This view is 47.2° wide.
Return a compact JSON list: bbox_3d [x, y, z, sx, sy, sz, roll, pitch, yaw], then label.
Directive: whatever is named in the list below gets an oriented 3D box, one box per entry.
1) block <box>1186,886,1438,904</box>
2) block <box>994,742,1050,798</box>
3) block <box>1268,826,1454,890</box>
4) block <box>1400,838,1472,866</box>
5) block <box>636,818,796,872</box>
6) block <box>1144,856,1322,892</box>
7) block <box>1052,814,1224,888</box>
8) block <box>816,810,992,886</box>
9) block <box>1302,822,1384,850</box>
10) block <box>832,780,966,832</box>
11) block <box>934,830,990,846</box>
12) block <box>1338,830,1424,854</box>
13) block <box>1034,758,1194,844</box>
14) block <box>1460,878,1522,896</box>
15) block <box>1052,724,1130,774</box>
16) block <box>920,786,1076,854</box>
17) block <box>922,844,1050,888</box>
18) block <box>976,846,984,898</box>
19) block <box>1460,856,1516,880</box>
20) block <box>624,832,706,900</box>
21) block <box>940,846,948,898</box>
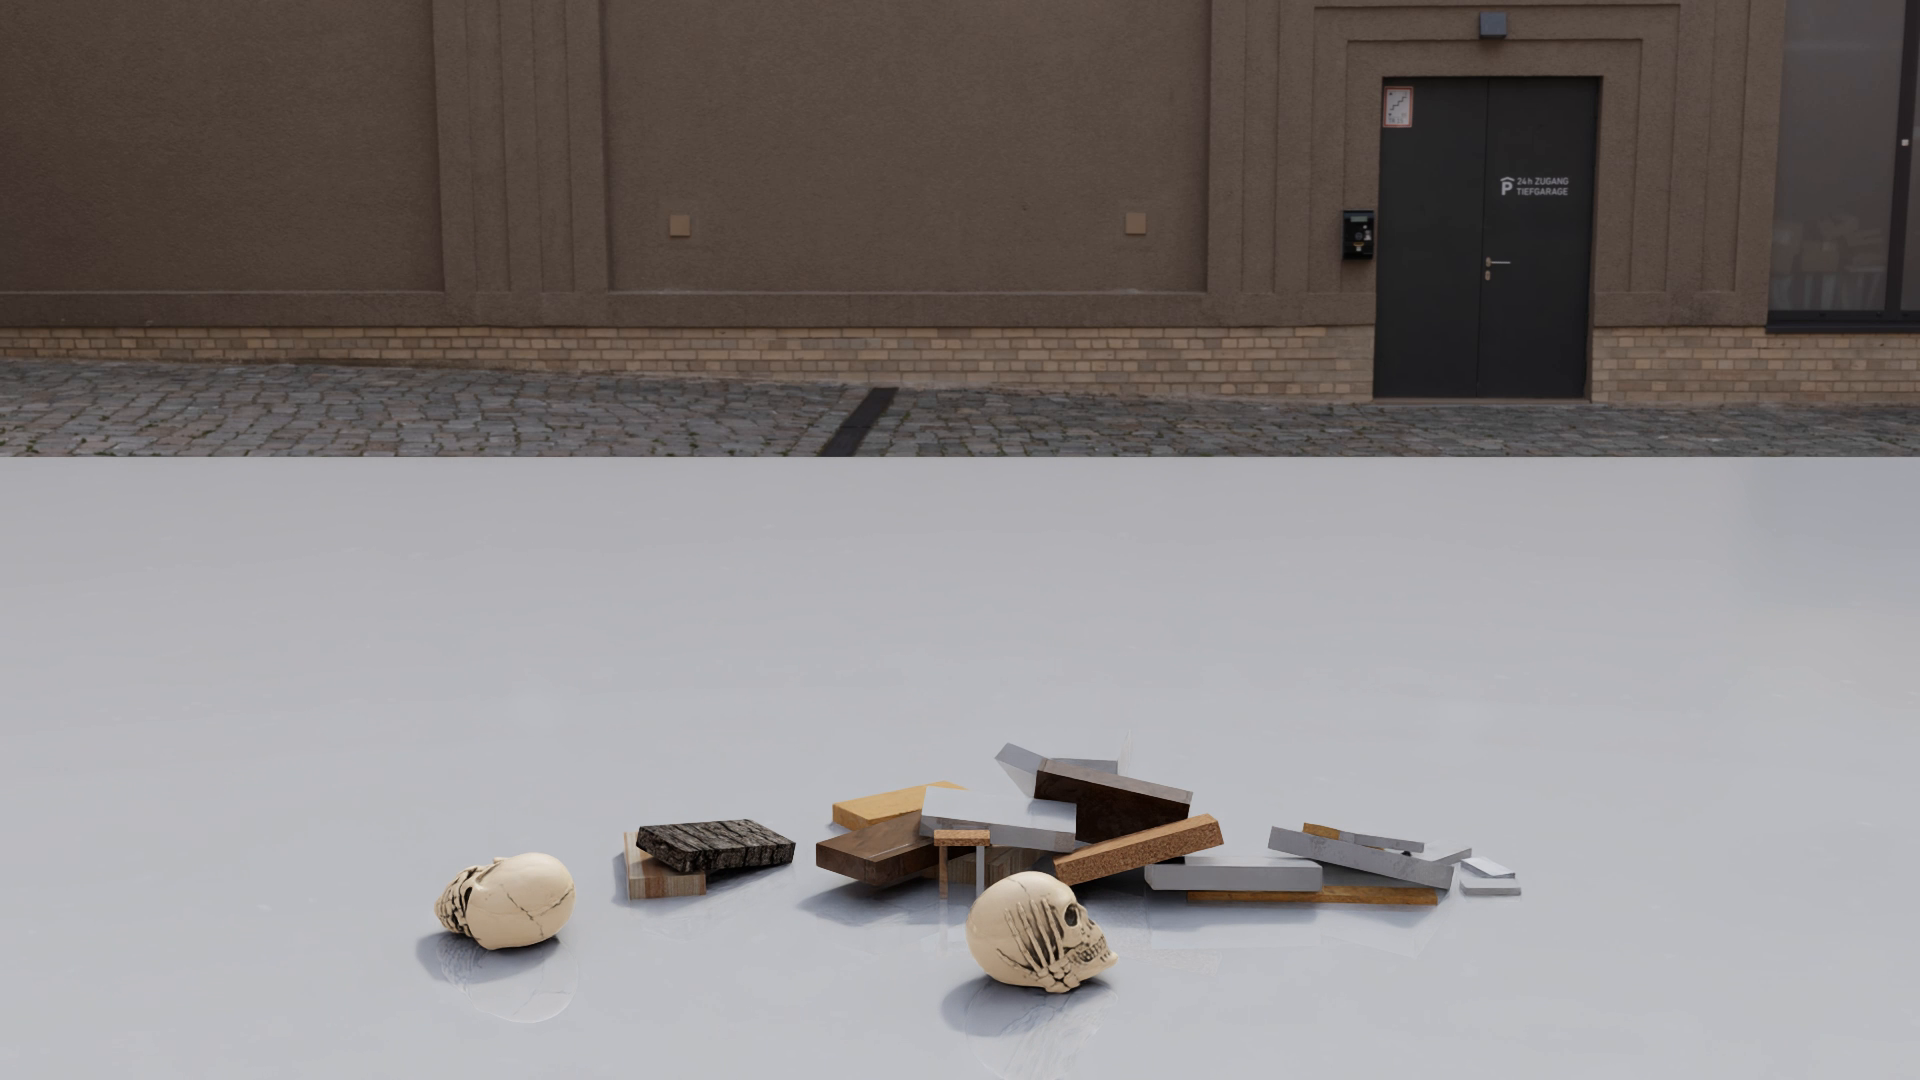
[{"bbox_3d":[0.582,0.587,3.649,0.408,0.013,0.046,1,11,4],"label":"block"},{"bbox_3d":[0.193,0.460,4.000,0.040,0.142,0.284,-48,31,-17],"label":"block"},{"bbox_3d":[0.677,0.537,3.719,0.277,0.039,0.139,8,-7,38],"label":"block"},{"bbox_3d":[0.825,0.551,3.831,0.130,0.018,0.065,-9,14,-40],"label":"block"},{"bbox_3d":[-0.417,0.523,3.773,0.125,0.035,0.250,19,11,42],"label":"block"},{"bbox_3d":[0.453,0.555,3.660,0.277,0.039,0.139,1,-2,-1],"label":"block"},{"bbox_3d":[0.295,0.519,3.682,0.277,0.039,0.139,-15,-1,-1],"label":"block"},{"bbox_3d":[-0.092,0.517,3.734,0.142,0.040,0.283,10,14,42],"label":"block"},{"bbox_3d":[0.672,0.521,3.849,0.130,0.018,0.065,16,-7,-14],"label":"block"},{"bbox_3d":[-0.096,0.498,4.069,0.250,0.035,0.125,-8,12,-34],"label":"block"},{"bbox_3d":[0.003,0.494,3.648,0.092,0.013,0.046,0,11,0],"label":"block"},{"bbox_3d":[0.726,0.520,3.792,0.130,0.018,0.065,9,-5,-13],"label":"block"},{"bbox_3d":[0.262,0.471,3.822,0.268,0.131,0.037,12,32,10],"label":"block"},{"bbox_3d":[0.887,0.581,3.682,0.092,0.013,0.046,0,11,-1],"label":"block"},{"bbox_3d":[0.268,0.426,4.452,0.131,0.037,0.261,2,11,10],"label":"block"},{"bbox_3d":[0.066,0.477,3.756,0.261,0.037,0.131,6,16,2],"label":"block"},{"bbox_3d":[0.062,0.537,3.844,0.142,0.040,0.284,5,12,26],"label":"block"},{"bbox_3d":[0.034,0.545,3.658,0.013,0.092,0.046,0,11,0],"label":"block"},{"bbox_3d":[0.905,0.565,3.769,0.046,0.013,0.092,-4,11,-22],"label":"block"},{"bbox_3d":[-0.509,0.553,3.770,0.125,0.035,0.250,-2,11,-11],"label":"block"},{"bbox_3d":[-0.027,0.545,3.658,0.013,0.092,0.046,0,11,0],"label":"block"}]
